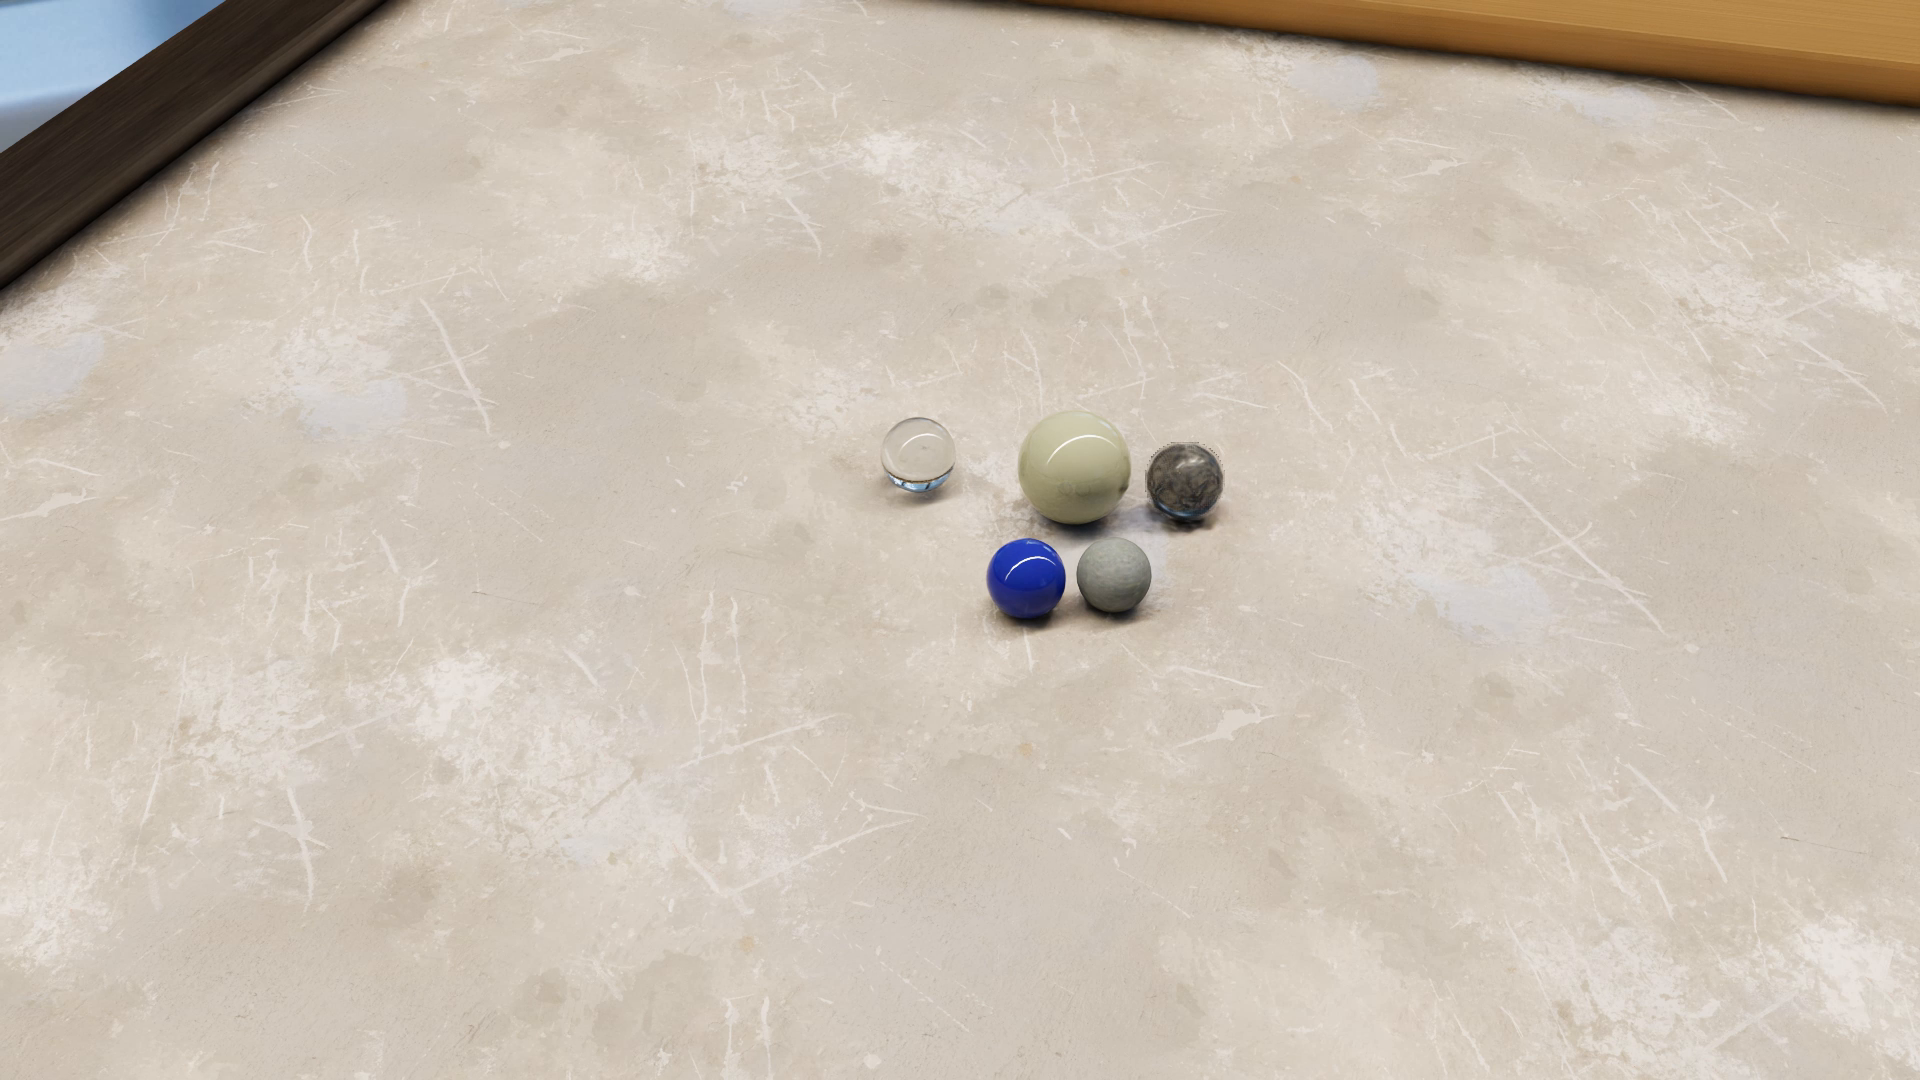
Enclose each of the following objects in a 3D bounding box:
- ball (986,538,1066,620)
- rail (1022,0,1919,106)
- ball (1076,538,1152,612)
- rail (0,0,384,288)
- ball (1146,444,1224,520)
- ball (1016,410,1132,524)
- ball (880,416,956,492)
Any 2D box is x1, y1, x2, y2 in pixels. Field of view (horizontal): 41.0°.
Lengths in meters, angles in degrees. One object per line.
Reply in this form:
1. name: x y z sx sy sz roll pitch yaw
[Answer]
1. ball: 0.051 0.030 1.988 0.063 0.063 0.063 0 33 0
2. rail: 1.325 -0.466 2.684 4.092 0.122 0.045 10 35 14
3. ball: 0.120 0.027 1.996 0.059 0.059 0.059 0 33 0
4. rail: -0.953 -0.188 2.262 0.045 0.122 2.377 10 35 14
5. ball: 0.185 -0.048 2.106 0.063 0.063 0.063 0 33 0
6. ball: 0.093 -0.060 2.095 0.094 0.094 0.094 0 33 0
7. ball: -0.035 -0.071 2.141 0.063 0.063 0.063 0 33 0
